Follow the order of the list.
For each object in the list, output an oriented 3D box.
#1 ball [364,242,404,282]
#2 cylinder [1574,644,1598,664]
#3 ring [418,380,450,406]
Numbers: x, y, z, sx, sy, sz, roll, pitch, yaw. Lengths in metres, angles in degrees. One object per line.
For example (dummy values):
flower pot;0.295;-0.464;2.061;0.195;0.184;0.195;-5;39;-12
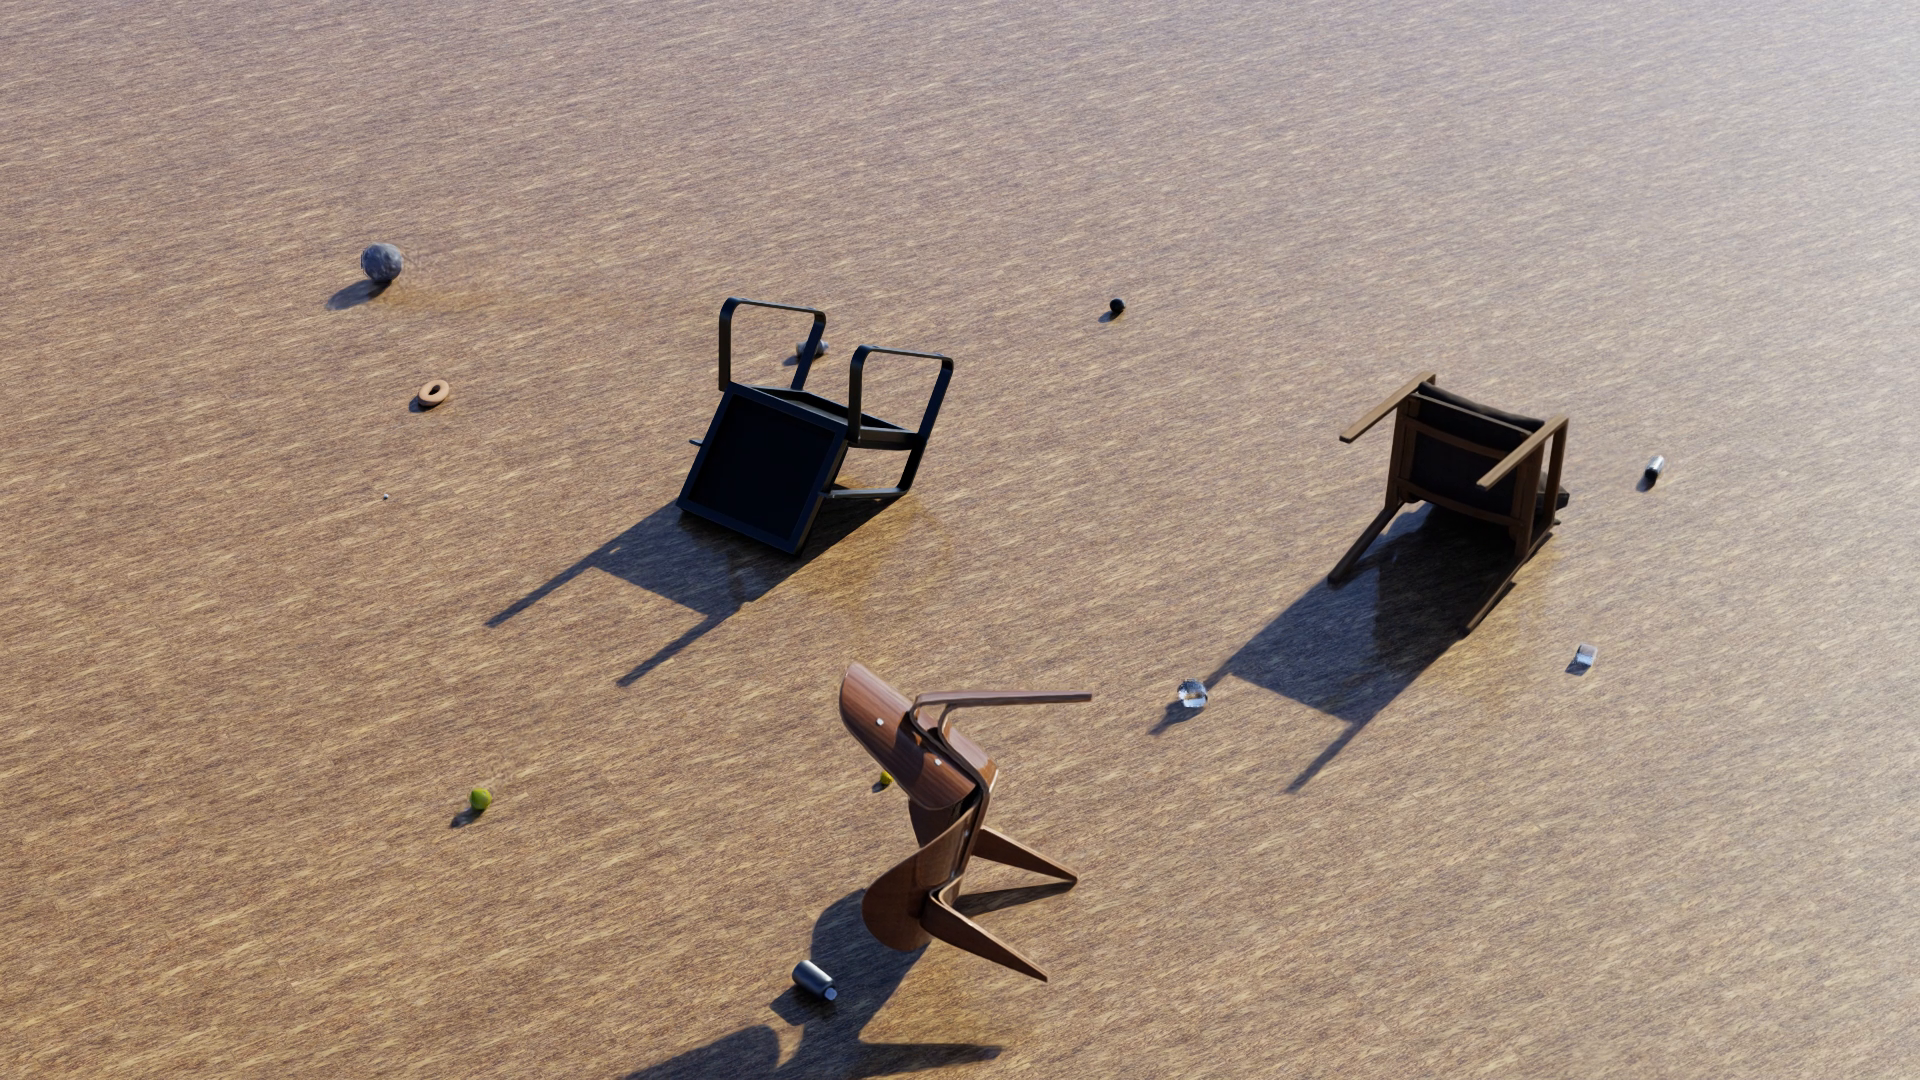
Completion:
ball;-2.478;-1.193;12.601;0.169;0.169;0.169;0;33;0
cylinder;2.198;0.401;10.292;0.056;0.047;0.091;15;36;22
ring;-2.122;-0.592;11.809;0.115;0.038;0.185;9;35;11
